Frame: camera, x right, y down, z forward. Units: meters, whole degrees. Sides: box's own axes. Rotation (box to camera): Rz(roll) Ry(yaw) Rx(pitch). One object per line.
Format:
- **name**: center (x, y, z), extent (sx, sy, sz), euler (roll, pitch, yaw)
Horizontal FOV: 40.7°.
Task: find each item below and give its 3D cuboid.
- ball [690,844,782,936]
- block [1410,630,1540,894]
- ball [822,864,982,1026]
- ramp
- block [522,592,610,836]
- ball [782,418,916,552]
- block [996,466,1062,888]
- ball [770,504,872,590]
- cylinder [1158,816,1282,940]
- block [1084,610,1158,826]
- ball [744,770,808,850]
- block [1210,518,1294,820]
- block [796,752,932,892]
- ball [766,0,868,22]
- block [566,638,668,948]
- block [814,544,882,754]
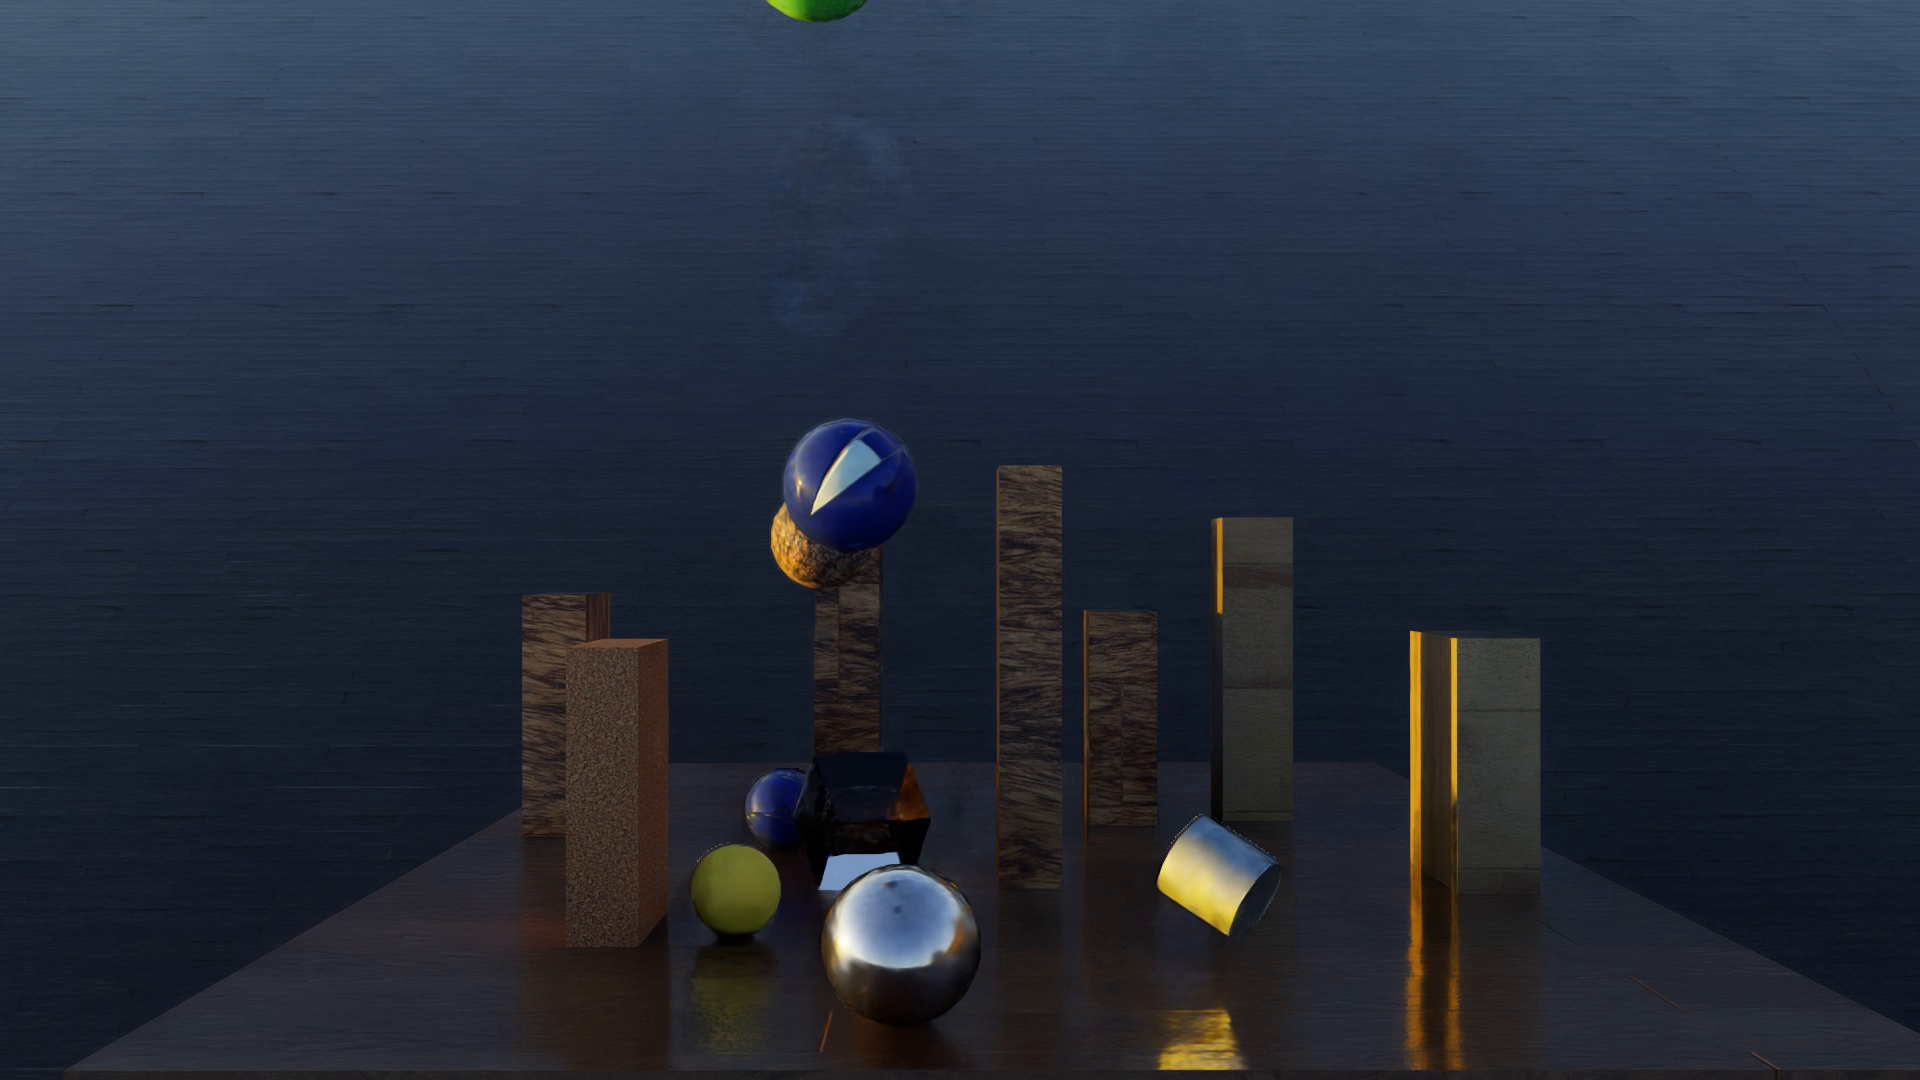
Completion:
- **ball**: center (-0.315, 0.492, 3.640), extent (0.128, 0.128, 0.128), euler (0, 31, 0)
- **block**: center (0.851, 0.358, 4.301), extent (0.132, 0.403, 0.423), euler (0, 0, 0)
- **ball**: center (-0.067, 0.460, 2.946), extent (0.183, 0.183, 0.183), euler (0, 31, 0)
- **ramp**: center (0.069, 0.612, 4.685), extent (2.000, 0.100, 4.000), euler (0, 0, 0)
- **block**: center (-0.774, 0.336, 5.103), extent (0.121, 0.459, 0.339), euler (0, 0, 0)
- **ball**: center (-0.111, -0.055, 2.601), extent (0.134, 0.134, 0.134), euler (0, 31, 0)
- **block**: center (0.113, 0.221, 4.291), extent (0.101, 0.679, 0.276), euler (0, 0, 0)
- **ball**: center (-0.160, -0.002, 2.998), extent (0.119, 0.119, 0.119), euler (0, 31, 0)
- **cylinder**: center (0.333, 0.433, 3.324), extent (0.114, 0.114, 0.114), euler (32, 42, 24)
- **block**: center (0.323, 0.355, 5.248), extent (0.135, 0.422, 0.249), euler (0, 0, 0)
- **ball**: center (-0.317, 0.489, 4.695), extent (0.147, 0.147, 0.147), euler (0, 31, 0)
- **block**: center (0.600, 0.261, 5.346), extent (0.142, 0.611, 0.250), euler (0, 0, 0)
- **block**: center (-0.157, 0.450, 4.158), extent (0.154, 0.154, 0.154), euler (0, 39, -21)
- **ball**: center (-0.150, -0.617, 2.713), extent (0.148, 0.148, 0.148), euler (0, 31, 0)
- **block**: center (-0.489, 0.352, 3.718), extent (0.099, 0.409, 0.365), euler (0, 0, 0)
- **block**: center (-0.234, 0.244, 5.480), extent (0.134, 0.646, 0.274), euler (0, 0, 0)
